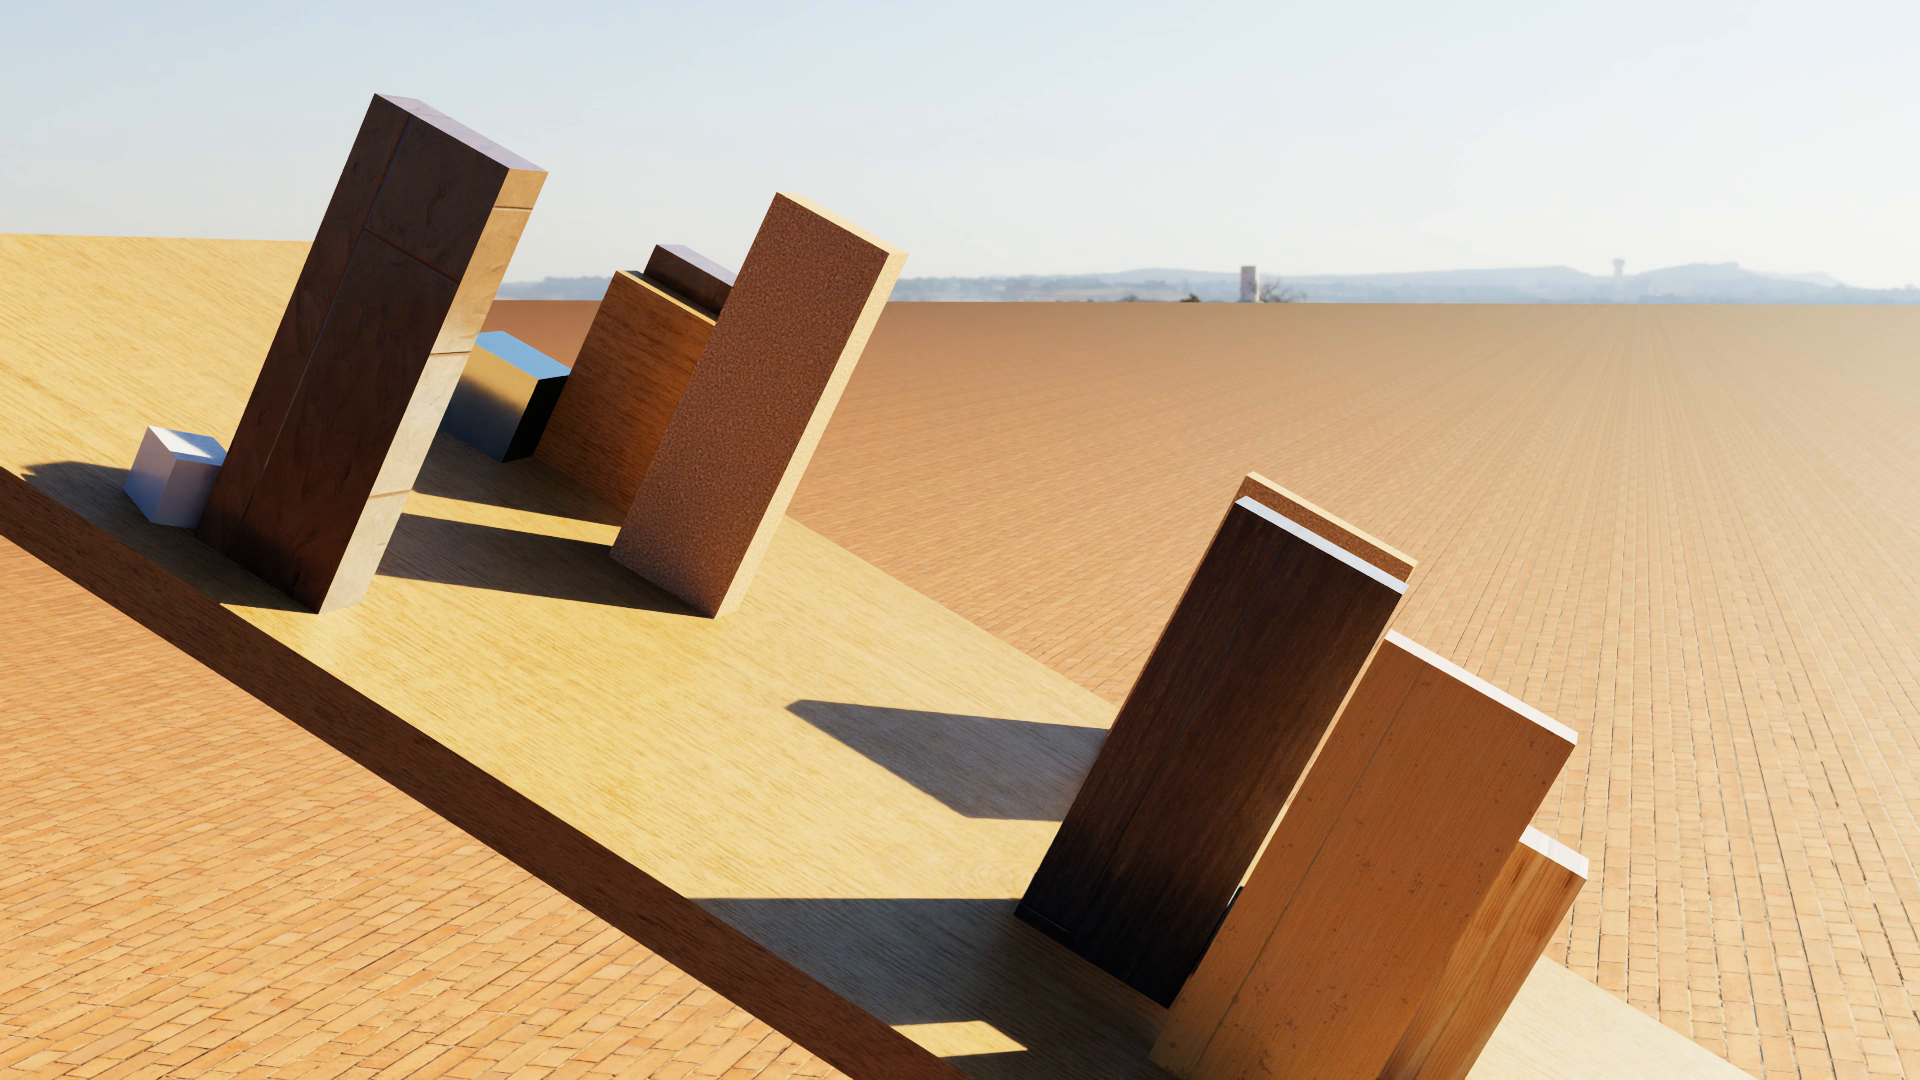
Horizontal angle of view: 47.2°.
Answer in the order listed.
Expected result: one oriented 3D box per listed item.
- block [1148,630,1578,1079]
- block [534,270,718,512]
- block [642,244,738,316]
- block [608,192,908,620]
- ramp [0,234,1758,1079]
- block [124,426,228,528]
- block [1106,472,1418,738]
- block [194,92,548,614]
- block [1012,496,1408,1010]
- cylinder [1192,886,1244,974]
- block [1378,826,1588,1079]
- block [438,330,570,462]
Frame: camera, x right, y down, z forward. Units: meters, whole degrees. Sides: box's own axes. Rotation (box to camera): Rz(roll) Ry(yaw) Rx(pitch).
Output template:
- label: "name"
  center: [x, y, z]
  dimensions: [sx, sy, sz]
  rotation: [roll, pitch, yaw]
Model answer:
- label: "block"
  center: [0.597, 0.541, 3.308]
  dimensions: [0.308, 0.756, 0.088]
  rotation: [30, 14, 12]
- label: "block"
  center: [-0.692, -0.315, 4.690]
  dimensions: [0.265, 0.446, 0.103]
  rotation: [30, 14, 12]
- label: "block"
  center: [-0.570, -0.322, 4.803]
  dimensions: [0.408, 0.512, 0.142]
  rotation: [30, 14, 12]
- label: "block"
  center: [-0.397, -0.259, 4.291]
  dimensions: [0.255, 0.799, 0.116]
  rotation: [30, 14, 12]
- label: "ramp"
  center: [-0.230, 0.383, 4.152]
  dimensions: [4.000, 0.100, 2.000]
  rotation: [30, 14, 12]
- label: "block"
  center: [-1.258, -0.099, 3.560]
  dimensions: [0.116, 0.116, 0.116]
  rotation: [11, 21, -48]
- label: "block"
  center: [0.639, 0.237, 4.696]
  dimensions: [0.395, 0.653, 0.090]
  rotation: [30, 14, 12]
- label: "block"
  center: [-0.932, -0.287, 3.461]
  dimensions: [0.254, 0.777, 0.124]
  rotation: [30, 14, 12]
- label: "block"
  center: [0.402, 0.348, 3.579]
  dimensions: [0.297, 0.789, 0.103]
  rotation: [30, 14, 12]
- label: "cylinder"
  center: [0.465, 0.687, 3.821]
  dimensions: [0.141, 0.141, 0.141]
  rotation: [2, 8, 16]
- label: "block"
  center: [0.774, 0.663, 3.755]
  dimensions: [0.387, 0.484, 0.131]
  rotation: [30, 14, 12]
- label: "block"
  center: [-0.972, -0.306, 4.666]
  dimensions: [0.197, 0.197, 0.197]
  rotation: [29, 14, 9]
